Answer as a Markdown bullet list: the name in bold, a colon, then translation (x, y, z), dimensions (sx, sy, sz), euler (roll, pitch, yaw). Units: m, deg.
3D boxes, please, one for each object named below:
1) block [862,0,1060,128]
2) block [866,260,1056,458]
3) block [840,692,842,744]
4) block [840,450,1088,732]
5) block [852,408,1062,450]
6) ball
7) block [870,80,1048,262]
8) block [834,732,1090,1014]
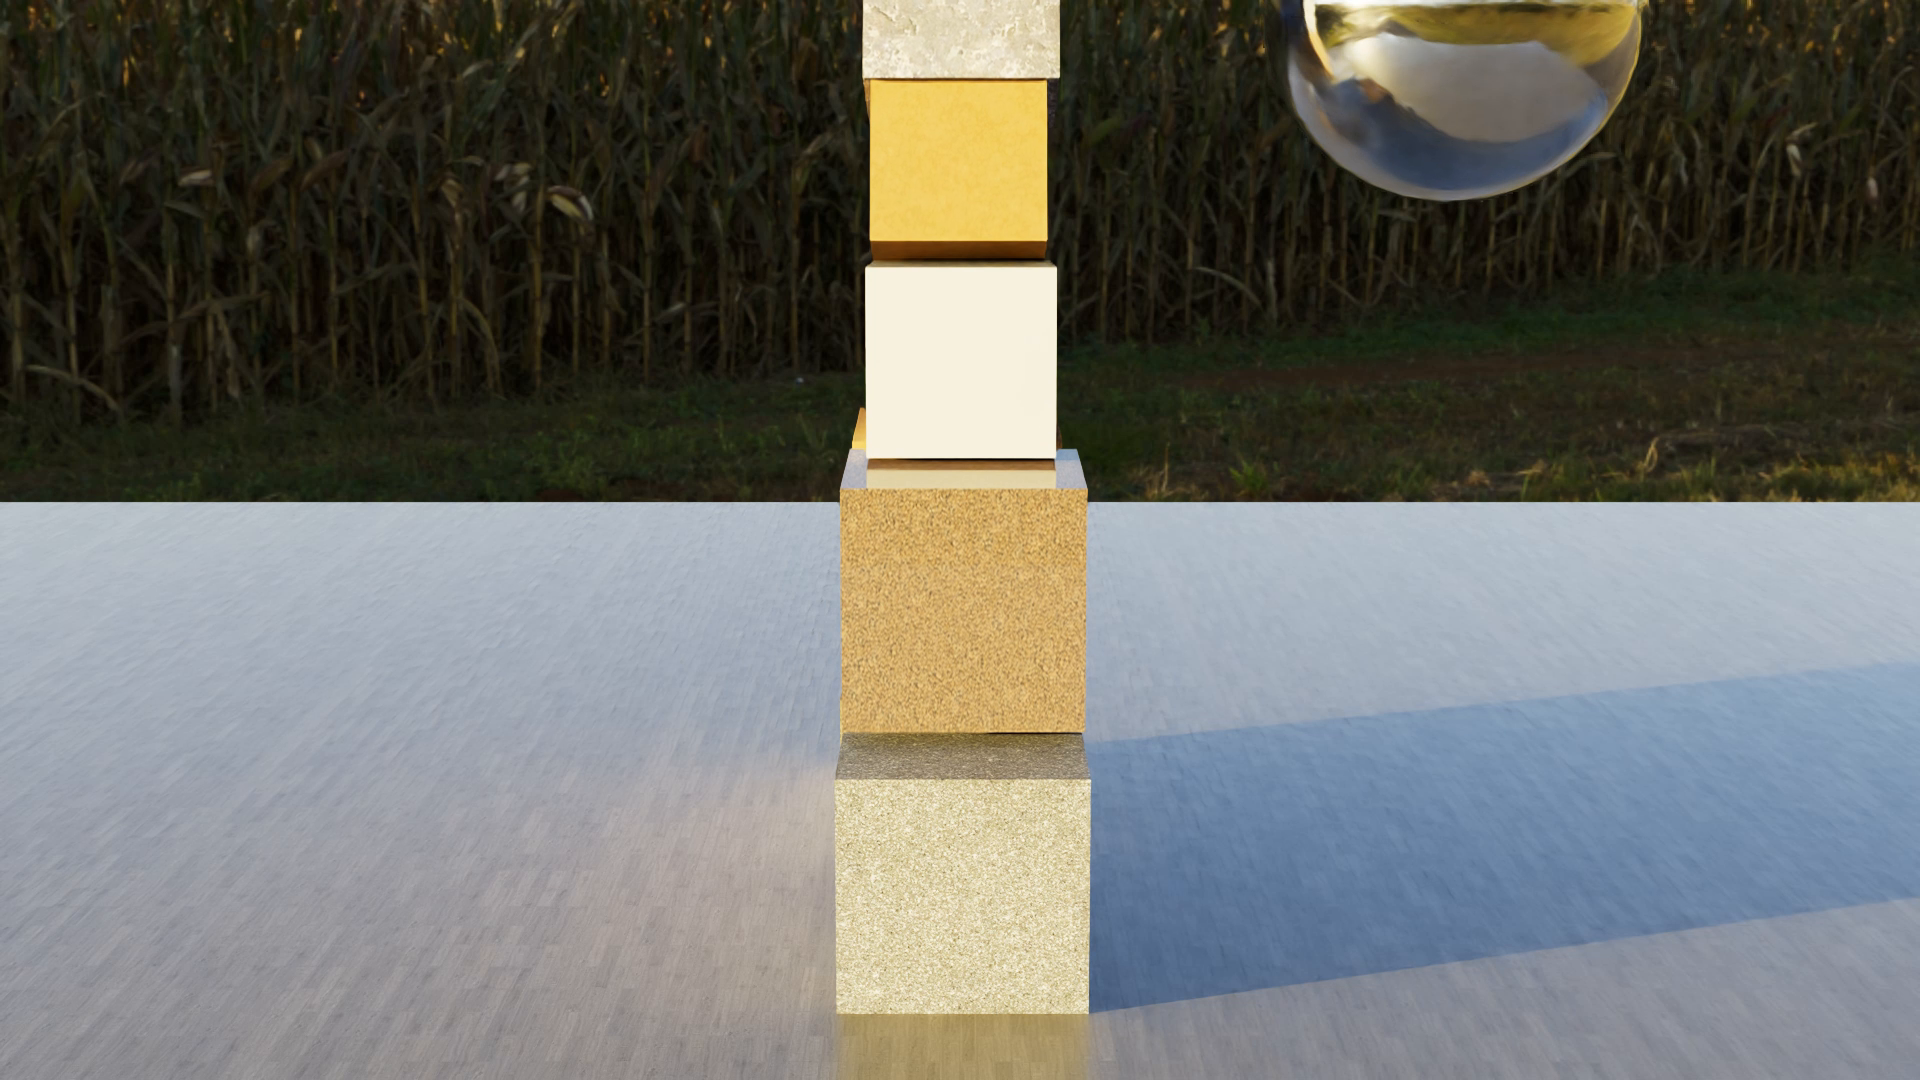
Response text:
- **block**: translation (0.006, -2.261, 11.100), dimensions (0.820, 0.764, 0.735), euler (0, -7, 0)
- **block**: translation (0.005, -0.762, 10.659), dimensions (0.762, 0.765, 0.792), euler (0, 8, 0)
- **block**: translation (-0.017, 1.044, 11.045), dimensions (0.946, 0.991, 0.989), euler (0, 10, 0)
- **block**: translation (0.014, 0.185, 10.325), dimensions (0.944, 0.963, 0.912), euler (0, 12, 0)
- **block**: translation (-0.011, -0.017, 12.032), dimensions (0.940, 1.069, 0.922), euler (0, 12, 0)
- **ball**: translation (2.074, -2.227, 10.775), dimensions (1.600, 1.600, 1.600), euler (0, 10, 0)
- **block**: translation (-0.005, -1.542, 11.014), dimensions (0.736, 0.684, 0.654), euler (0, -7, 0)
- **block**: translation (0.010, 1.257, 10.092), dimensions (0.953, 0.916, 0.946), euler (0, 10, 0)
